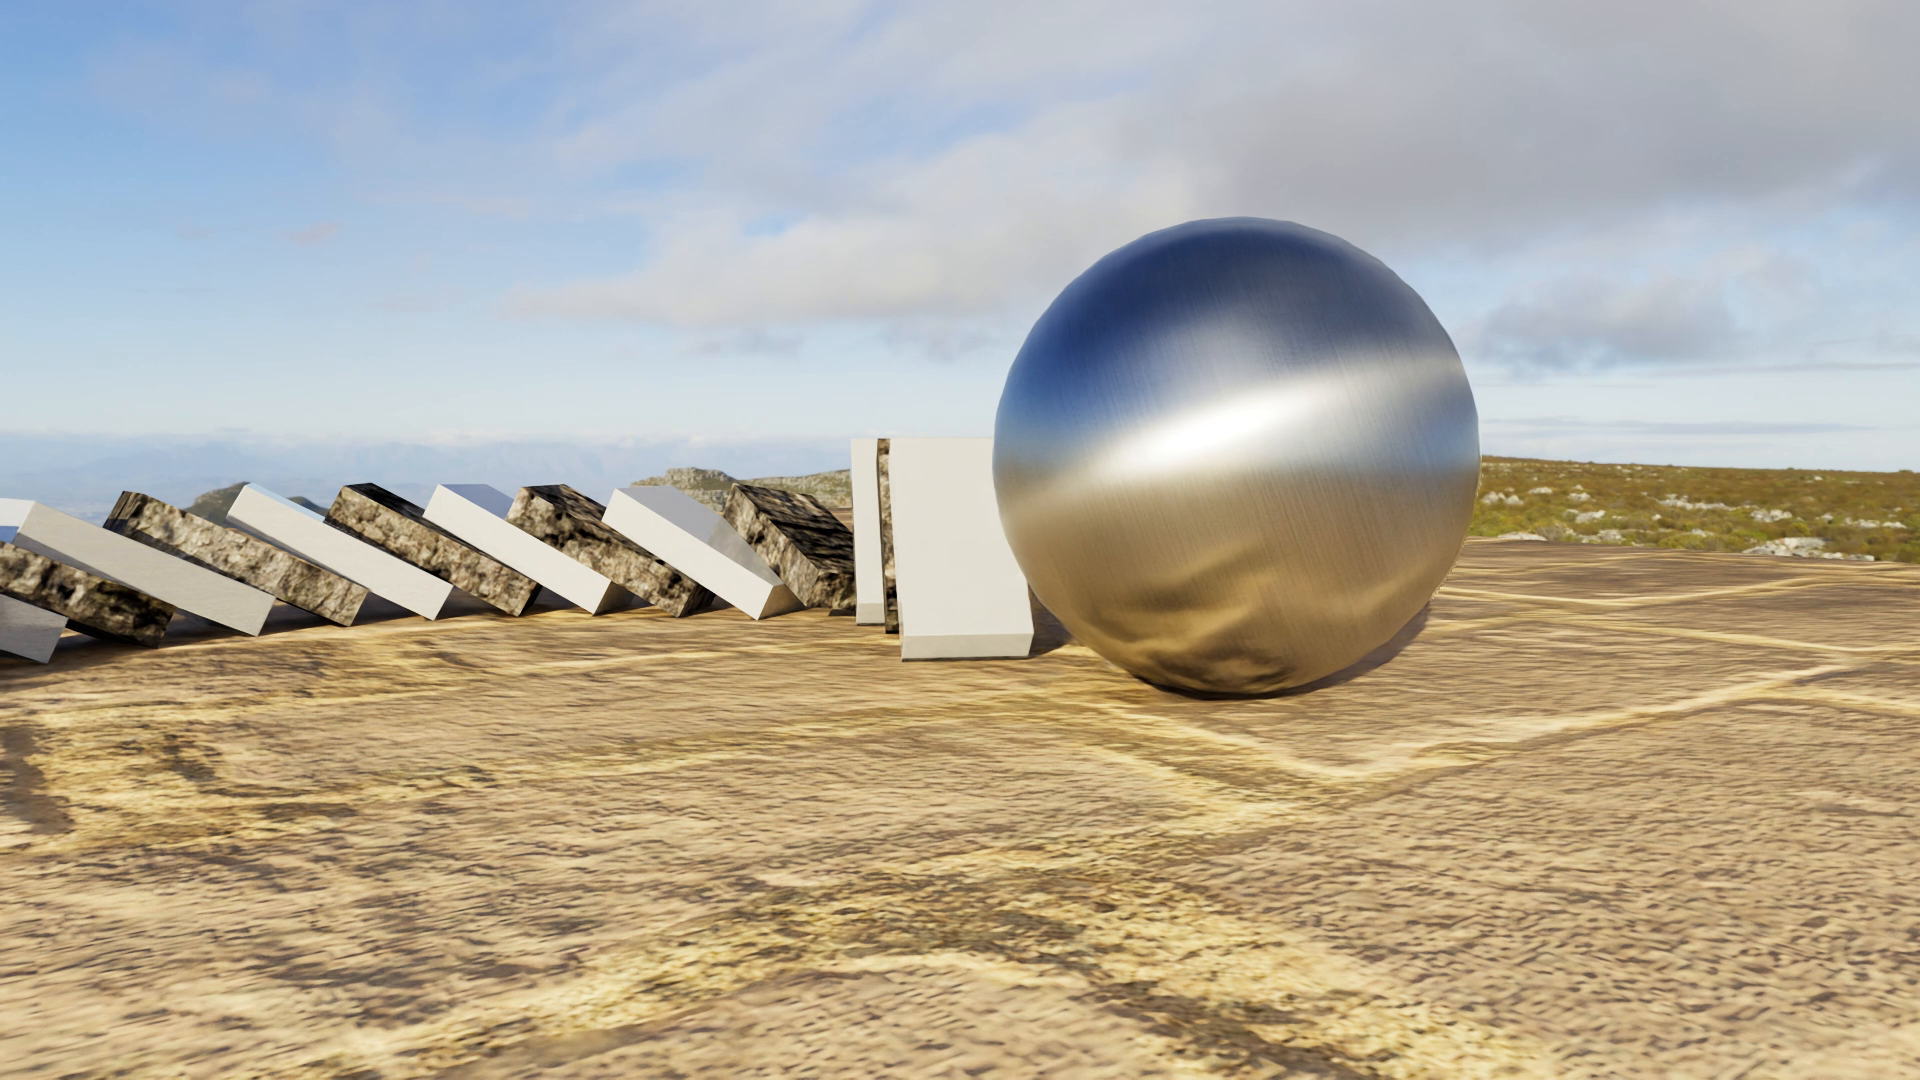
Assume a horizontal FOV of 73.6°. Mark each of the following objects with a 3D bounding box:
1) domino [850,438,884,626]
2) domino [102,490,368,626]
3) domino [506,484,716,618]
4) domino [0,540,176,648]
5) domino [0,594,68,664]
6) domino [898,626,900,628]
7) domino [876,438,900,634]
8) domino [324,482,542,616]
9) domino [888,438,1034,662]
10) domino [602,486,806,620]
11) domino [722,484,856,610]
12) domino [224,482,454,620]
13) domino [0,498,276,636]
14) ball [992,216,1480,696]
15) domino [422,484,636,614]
[{"bbox_3d":[-0.013,-0.003,0.313,0.025,0.050,0.010,0,-37,-7],"label":"domino"},{"bbox_3d":[-0.165,0.005,0.293,0.025,0.010,0.050,5,-22,48],"label":"domino"},{"bbox_3d":[-0.087,0.002,0.327,0.050,0.009,0.025,29,7,4],"label":"domino"},{"bbox_3d":[-0.188,0.008,0.255,0.025,0.010,0.050,3,-22,32],"label":"domino"},{"bbox_3d":[-0.197,0.009,0.235,0.025,0.010,0.050,2,-22,27],"label":"domino"},{"bbox_3d":[-0.002,-0.001,0.289,0.025,0.050,0.009,0,-37,-7],"label":"domino"},{"bbox_3d":[-0.006,-0.002,0.301,0.025,0.050,0.010,-1,-37,-7],"label":"domino"},{"bbox_3d":[-0.130,0.002,0.323,0.050,0.010,0.025,29,-1,-11],"label":"domino"},{"bbox_3d":[-0.001,0.001,0.264,0.025,0.050,0.010,-1,-37,-7],"label":"domino"},{"bbox_3d":[-0.063,0.002,0.327,0.050,0.010,0.025,30,14,16],"label":"domino"},{"bbox_3d":[-0.039,0.002,0.330,0.025,0.009,0.050,8,22,-40],"label":"domino"},{"bbox_3d":[-0.150,0.003,0.311,0.050,0.010,0.025,31,-9,-24],"label":"domino"},{"bbox_3d":[-0.178,0.006,0.275,0.025,0.009,0.050,4,-22,39],"label":"domino"},{"bbox_3d":[0.045,-0.014,0.218,0.080,0.080,0.080,0,4,0],"label":"ball"},{"bbox_3d":[-0.109,0.002,0.330,0.050,0.010,0.025,29,5,4],"label":"domino"}]
